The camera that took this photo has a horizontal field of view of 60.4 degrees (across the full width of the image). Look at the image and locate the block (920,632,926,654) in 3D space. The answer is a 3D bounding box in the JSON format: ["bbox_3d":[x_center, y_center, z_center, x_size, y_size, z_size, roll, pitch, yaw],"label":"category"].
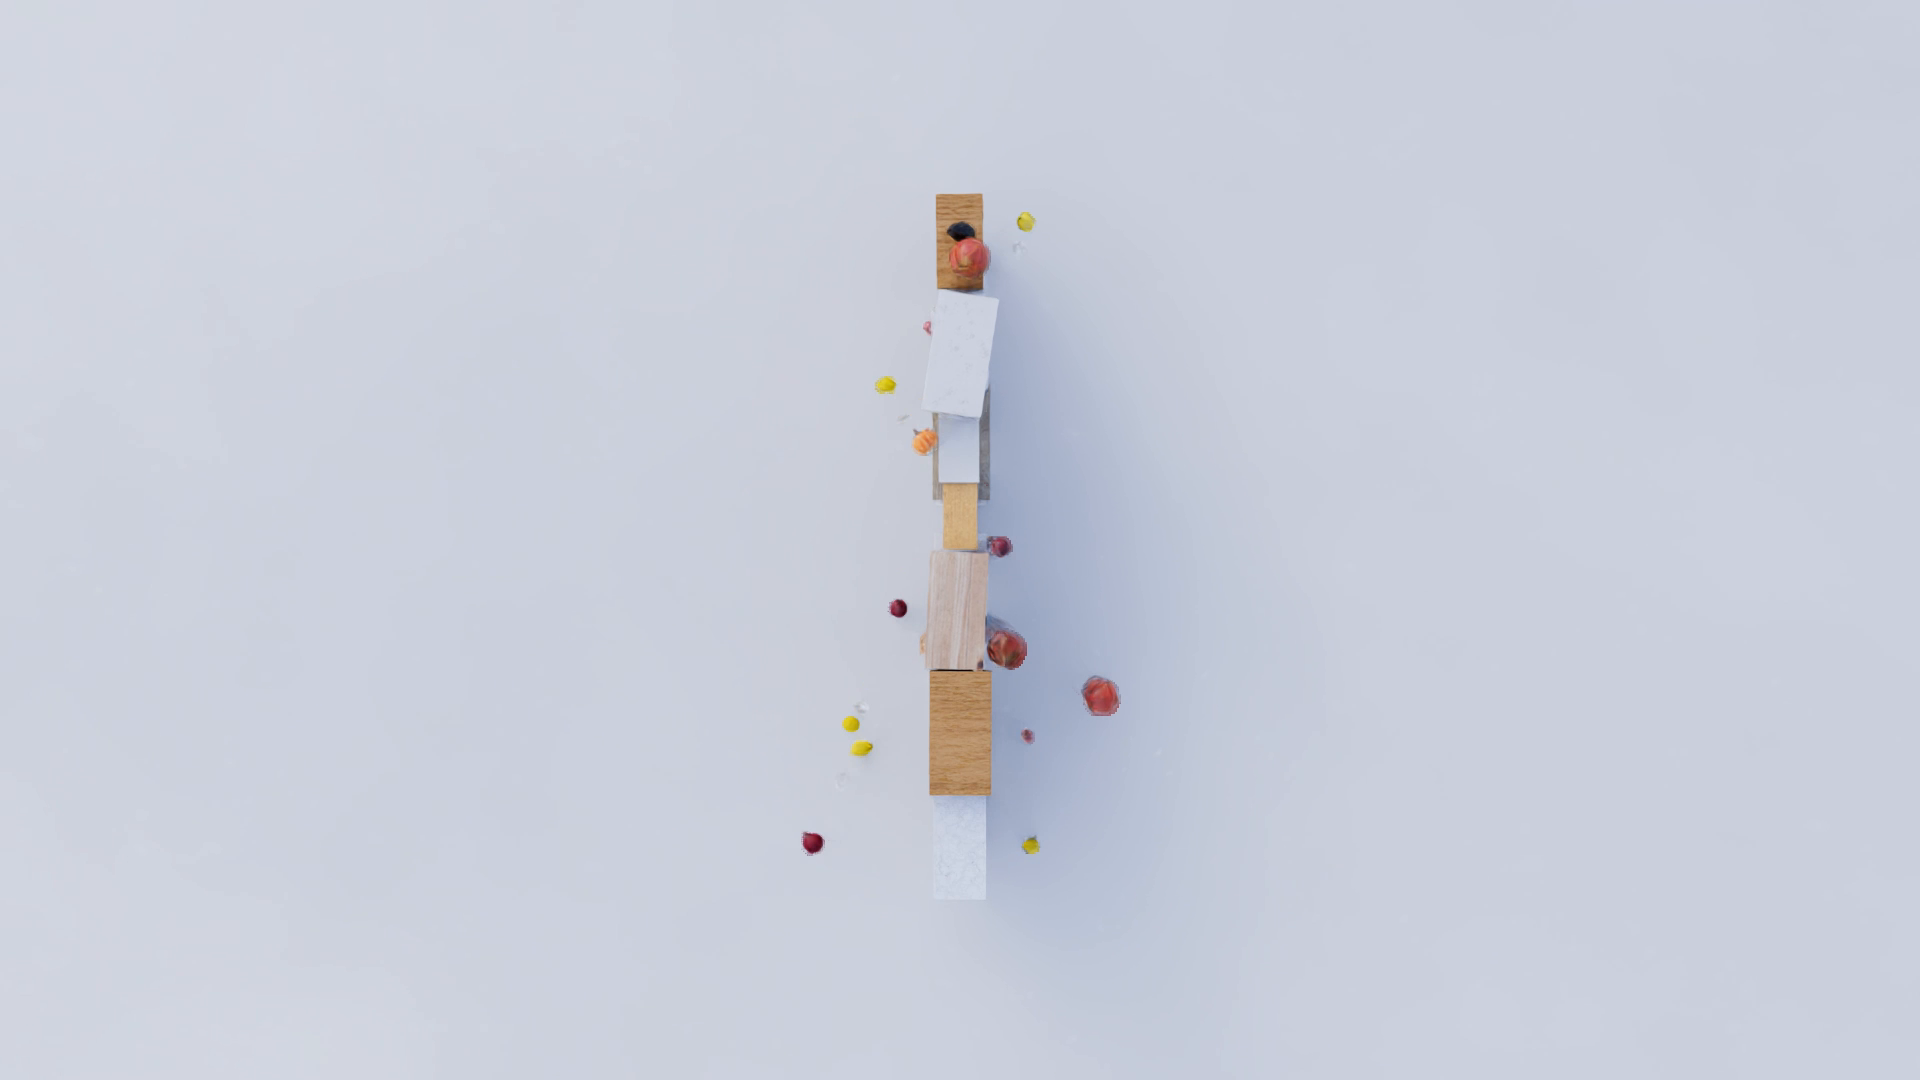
[{"bbox_3d":[-0.029,0.310,4.954,0.169,0.338,0.048,0,90,2],"label":"block"}]

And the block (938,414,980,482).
[{"bbox_3d":[-0.003,-0.287,4.839,0.118,0.033,0.236,0,90,0],"label":"block"}]

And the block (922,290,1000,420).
[{"bbox_3d":[0.000,-0.530,4.723,0.172,0.049,0.344,9,90,0],"label":"block"}]

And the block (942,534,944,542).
[{"bbox_3d":[0.000,-0.006,5.008,0.101,0.234,0.029,1,90,0],"label":"block"}]

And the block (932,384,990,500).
[{"bbox_3d":[0.004,-0.303,5.118,0.178,0.050,0.356,0,90,0],"label":"block"}]

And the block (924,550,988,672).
[{"bbox_3d":[-0.010,0.203,4.761,0.169,0.048,0.338,3,89,0],"label":"block"}]

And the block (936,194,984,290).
[{"bbox_3d":[-0.001,-0.882,4.874,0.138,0.039,0.275,-1,89,0],"label":"block"}]

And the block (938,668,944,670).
[{"bbox_3d":[-0.002,0.449,5.207,0.137,0.039,0.274,0,90,0],"label":"block"}]

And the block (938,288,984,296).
[{"bbox_3d":[0.005,-0.768,5.191,0.144,0.041,0.289,0,90,0],"label":"block"}]

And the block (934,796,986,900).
[{"bbox_3d":[-0.001,0.890,4.806,0.153,0.043,0.306,0,90,0],"label":"block"}]

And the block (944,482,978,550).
[{"bbox_3d":[0.001,-0.073,4.877,0.101,0.029,0.202,0,90,0],"label":"block"}]

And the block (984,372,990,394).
[{"bbox_3d":[-0.003,-0.470,4.920,0.172,0.344,0.049,2,92,0],"label":"block"}]

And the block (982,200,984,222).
[{"bbox_3d":[0.002,-0.995,5.197,0.138,0.605,0.039,0,91,0],"label":"block"}]

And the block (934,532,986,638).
[{"bbox_3d":[0.000,0.143,5.149,0.164,0.046,0.328,1,90,0],"label":"block"}]

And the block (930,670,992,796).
[{"bbox_3d":[0.001,0.554,4.752,0.178,0.050,0.356,0,90,0],"label":"block"}]

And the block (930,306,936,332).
[{"bbox_3d":[0.002,-0.666,4.959,0.172,0.421,0.049,0,101,0],"label":"block"}]
